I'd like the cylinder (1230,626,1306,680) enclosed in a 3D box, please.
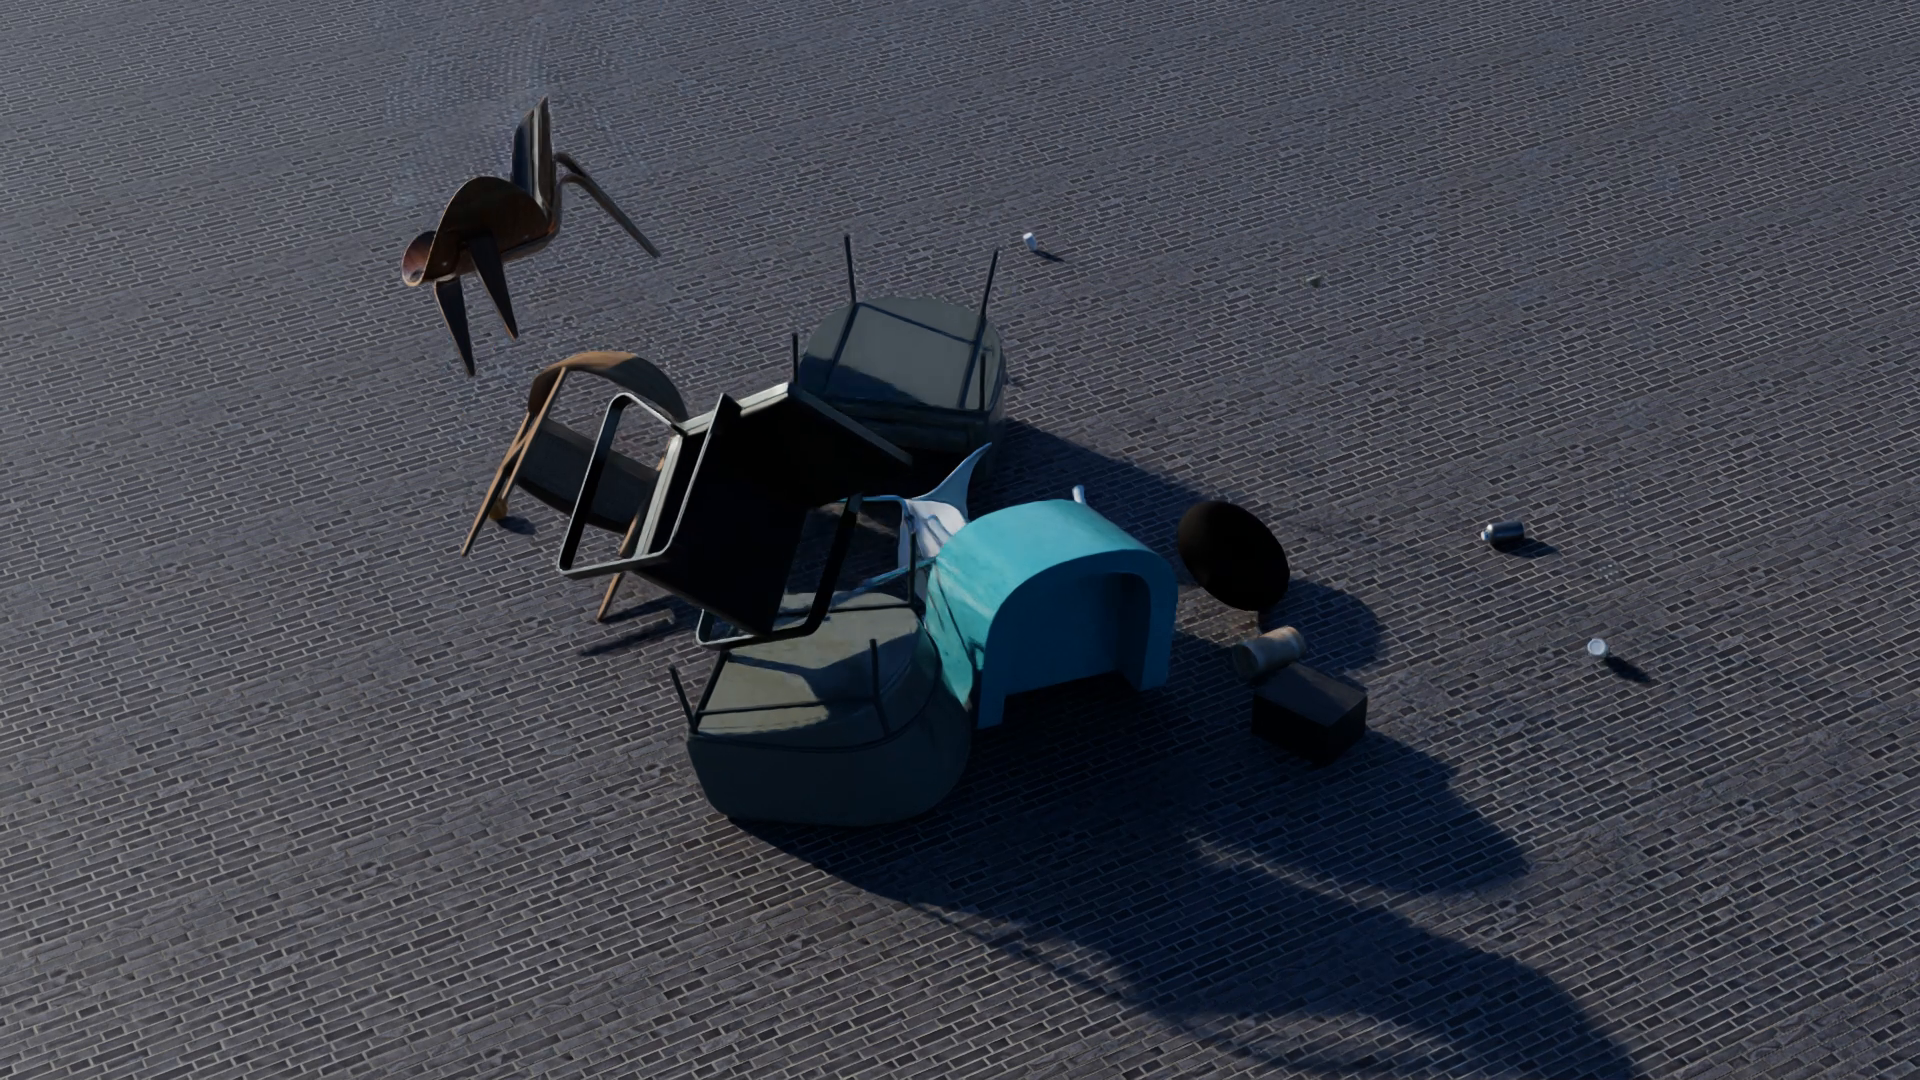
[{"bbox_3d":[1.074,0.393,10.222,0.211,0.129,0.168,-19,9,-27],"label":"cylinder"}]

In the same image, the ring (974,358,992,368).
[{"bbox_3d":[0.095,-0.721,11.974,0.067,0.032,0.111,4,-2,-17],"label":"ring"}]

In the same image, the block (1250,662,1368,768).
[{"bbox_3d":[1.178,0.588,9.897,0.301,0.169,0.238,25,41,32],"label":"block"}]

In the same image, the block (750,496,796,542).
[{"bbox_3d":[-0.657,-0.071,10.293,0.112,0.079,0.096,-40,74,-5],"label":"block"}]

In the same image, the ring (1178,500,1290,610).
[{"bbox_3d":[0.985,0.054,10.559,0.463,0.159,0.459,37,35,-8],"label":"ring"}]

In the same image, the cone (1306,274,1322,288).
[{"bbox_3d":[1.440,-1.051,11.799,0.074,0.060,0.042,20,40,-37],"label":"cone"}]
